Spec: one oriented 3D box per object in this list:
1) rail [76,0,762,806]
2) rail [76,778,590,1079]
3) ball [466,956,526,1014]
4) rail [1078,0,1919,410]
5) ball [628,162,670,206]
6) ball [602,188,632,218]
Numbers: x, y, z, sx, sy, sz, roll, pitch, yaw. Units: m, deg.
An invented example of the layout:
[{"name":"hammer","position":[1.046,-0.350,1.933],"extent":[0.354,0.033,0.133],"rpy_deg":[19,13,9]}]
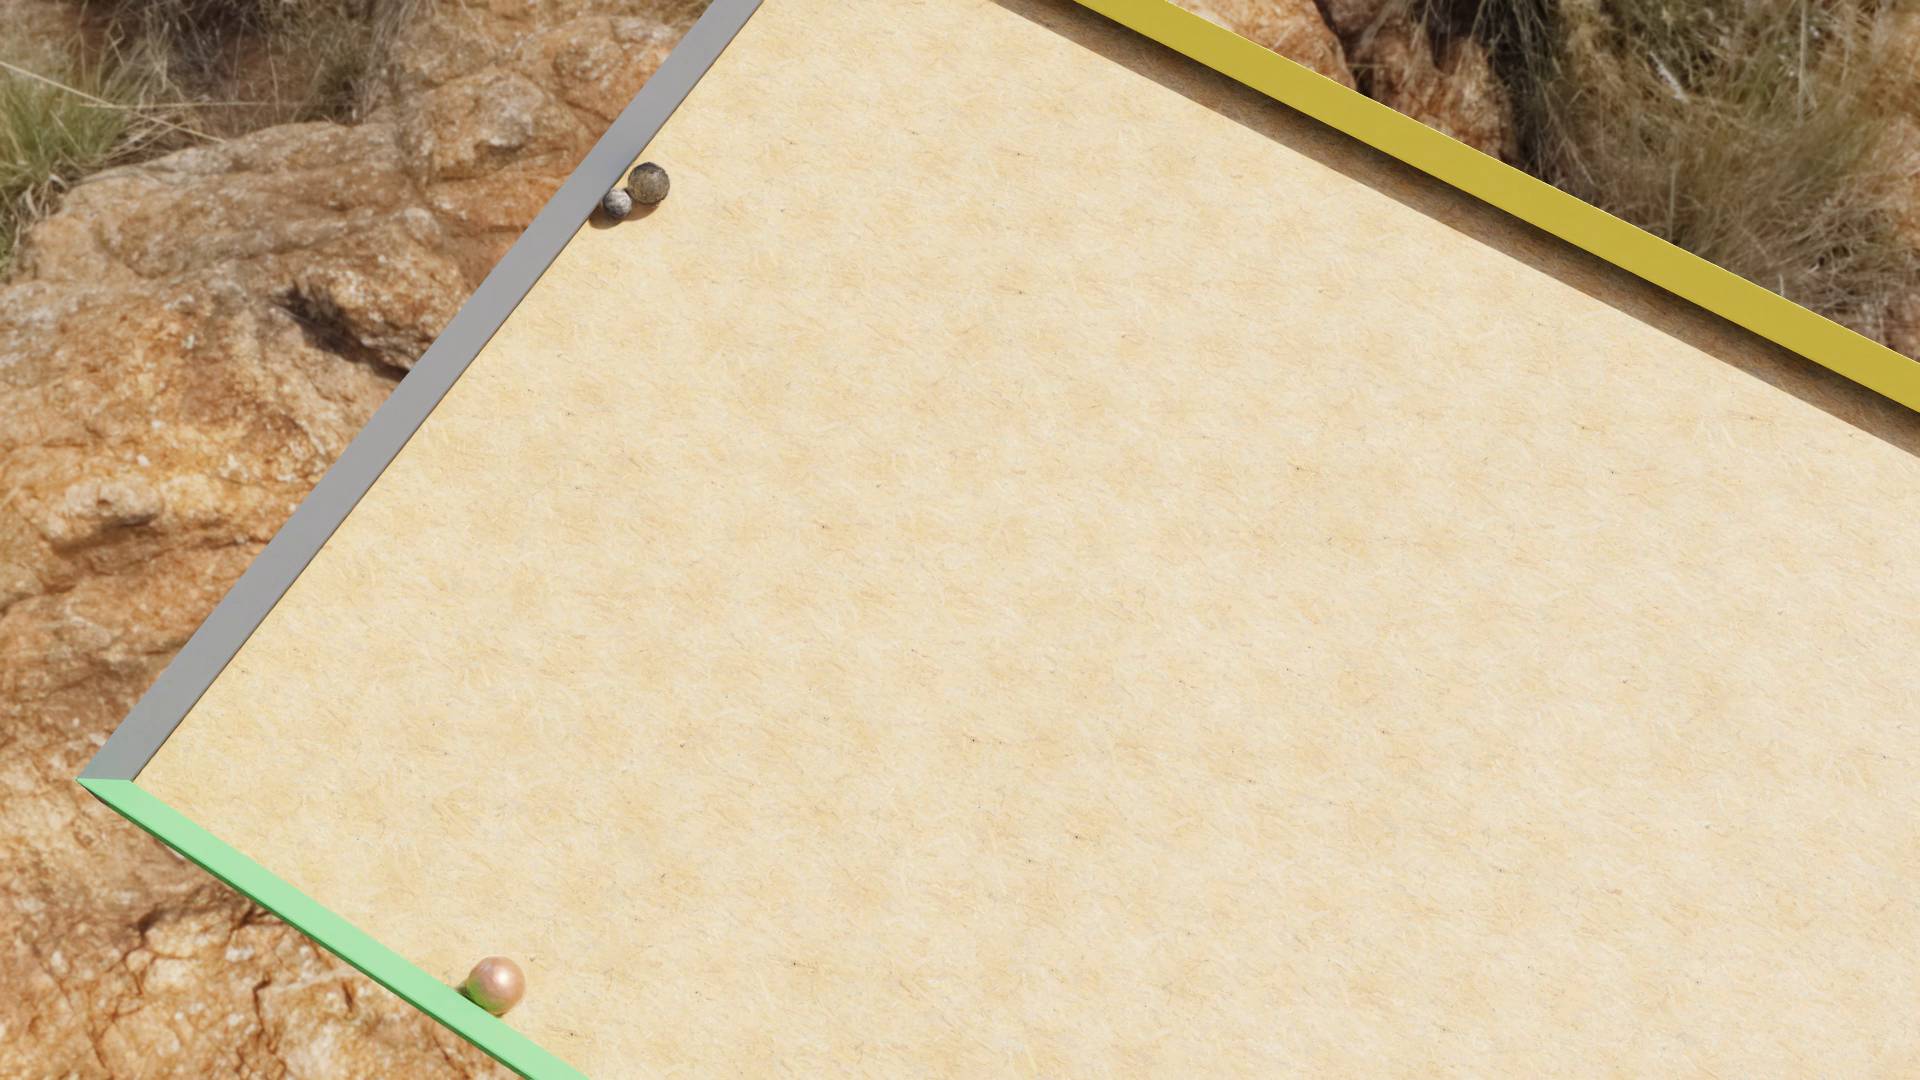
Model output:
[{"name":"rail","position":[-0.756,-0.431,3.738],"extent":[0.045,0.110,2.134],"rpy_deg":[29,69,13]},{"name":"rail","position":[0.231,1.230,2.971],"extent":[3.643,0.110,0.045],"rpy_deg":[29,69,13]},{"name":"ball","position":[-0.686,0.657,3.251],"extent":[0.085,0.085,0.085],"rpy_deg":[0,65,0]},{"name":"rail","position":[1.322,-0.385,3.717],"extent":[3.643,0.110,0.045],"rpy_deg":[29,69,13]},{"name":"ball","position":[-0.544,-0.623,3.847],"extent":[0.075,0.075,0.075],"rpy_deg":[0,65,0]},{"name":"ball","position":[-0.599,-0.589,3.844],"extent":[0.053,0.053,0.053],"rpy_deg":[0,65,0]}]
